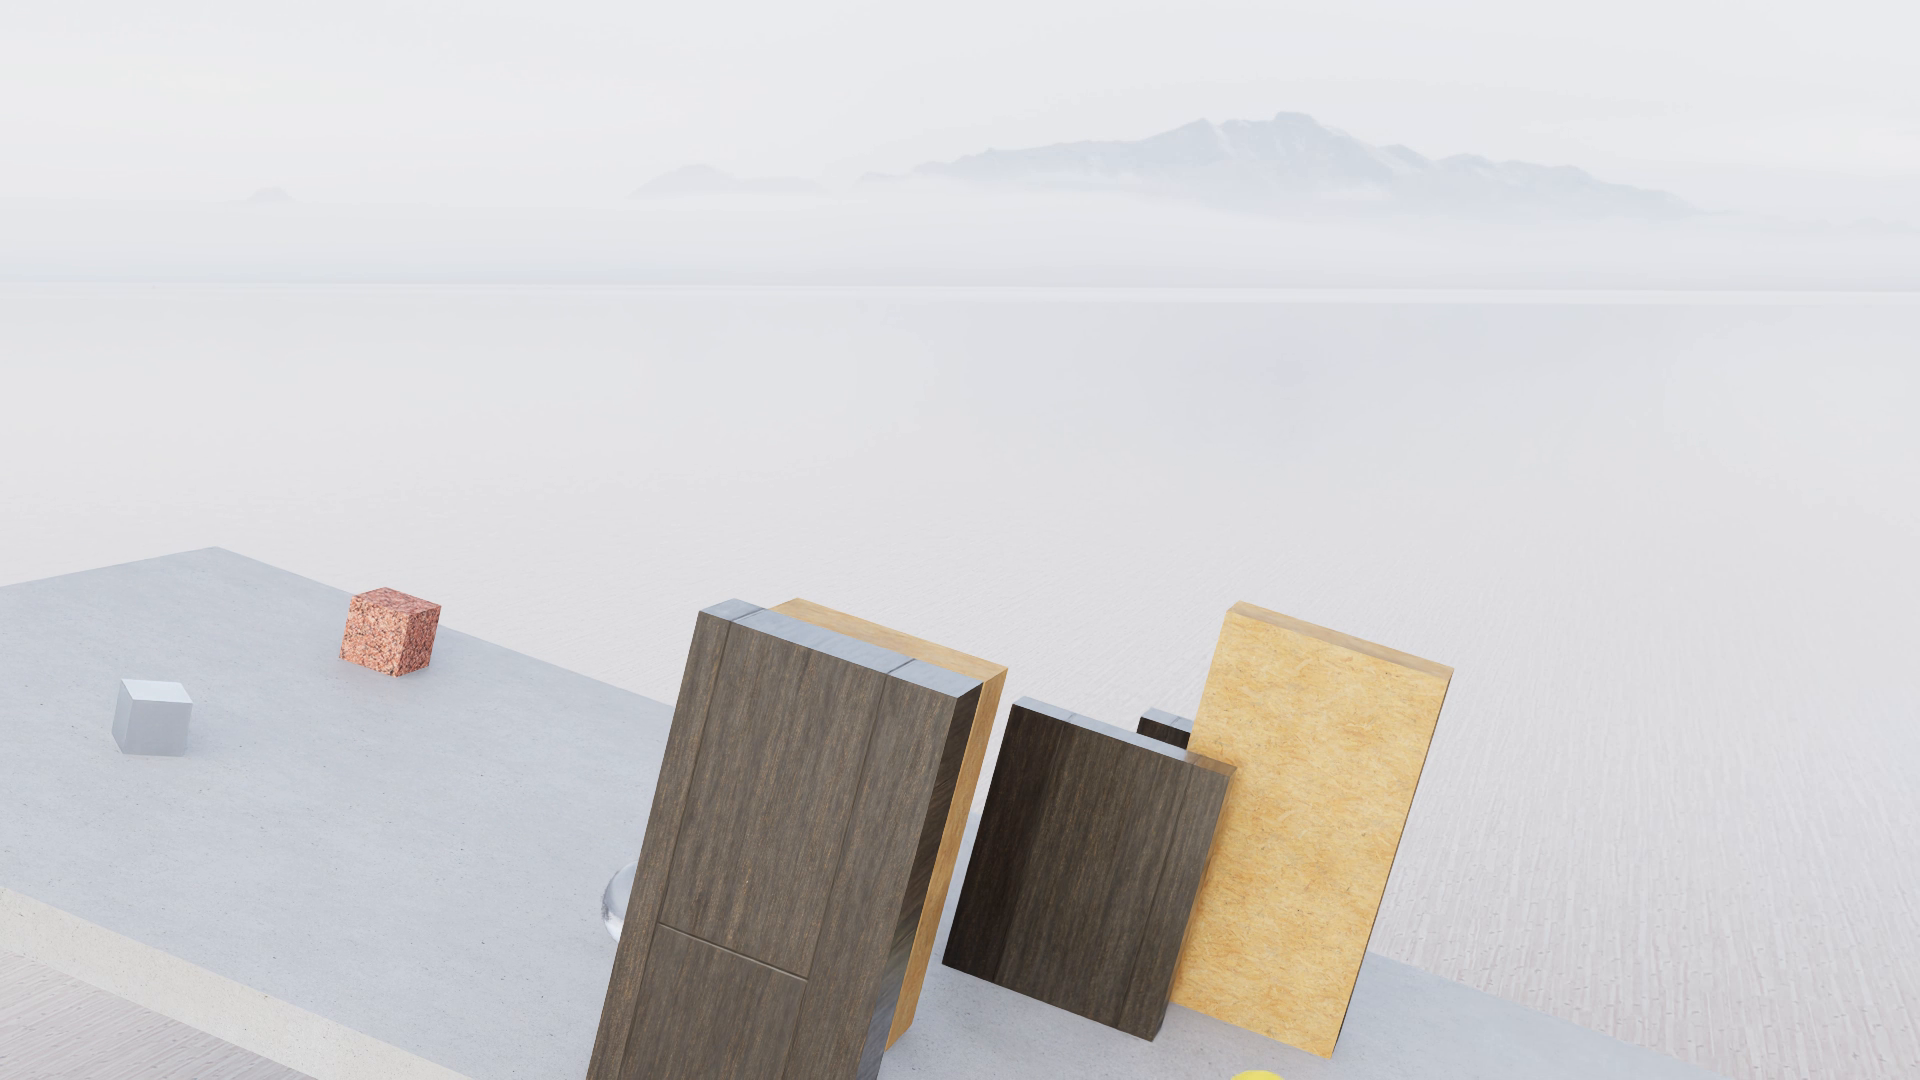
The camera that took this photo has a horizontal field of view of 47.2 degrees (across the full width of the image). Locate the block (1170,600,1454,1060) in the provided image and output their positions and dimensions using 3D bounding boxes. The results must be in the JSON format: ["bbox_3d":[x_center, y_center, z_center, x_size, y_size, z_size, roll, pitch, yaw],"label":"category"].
[{"bbox_3d":[0.632,0.560,4.286,0.433,0.780,0.141,18,11,14],"label":"block"}]

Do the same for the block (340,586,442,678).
[{"bbox_3d":[-1.321,0.212,5.102,0.150,0.150,0.150,17,11,13],"label":"block"}]

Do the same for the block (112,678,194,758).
[{"bbox_3d":[-1.559,0.343,4.242,0.112,0.112,0.112,7,13,-34],"label":"block"}]

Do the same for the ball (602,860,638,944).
[{"bbox_3d":[-0.547,0.649,3.891,0.172,0.172,0.172,0,7,0],"label":"ball"}]

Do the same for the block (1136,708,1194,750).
[{"bbox_3d":[0.524,0.623,4.803,0.366,0.409,0.110,18,11,14],"label":"block"}]

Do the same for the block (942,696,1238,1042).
[{"bbox_3d":[0.240,0.616,4.141,0.427,0.533,0.083,18,11,14],"label":"block"}]

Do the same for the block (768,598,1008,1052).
[{"bbox_3d":[-0.206,0.488,3.817,0.400,0.676,0.141,18,11,14],"label":"block"}]

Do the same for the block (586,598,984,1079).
[{"bbox_3d":[-0.270,0.524,3.300,0.410,0.775,0.132,18,11,14],"label":"block"}]

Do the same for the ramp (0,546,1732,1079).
[{"bbox_3d":[-0.385,0.764,4.245,4.000,0.100,2.000,18,11,14],"label":"ramp"}]

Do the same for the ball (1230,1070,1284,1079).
[{"bbox_3d":[0.504,0.973,3.713,0.152,0.152,0.152,0,7,0],"label":"ball"}]
